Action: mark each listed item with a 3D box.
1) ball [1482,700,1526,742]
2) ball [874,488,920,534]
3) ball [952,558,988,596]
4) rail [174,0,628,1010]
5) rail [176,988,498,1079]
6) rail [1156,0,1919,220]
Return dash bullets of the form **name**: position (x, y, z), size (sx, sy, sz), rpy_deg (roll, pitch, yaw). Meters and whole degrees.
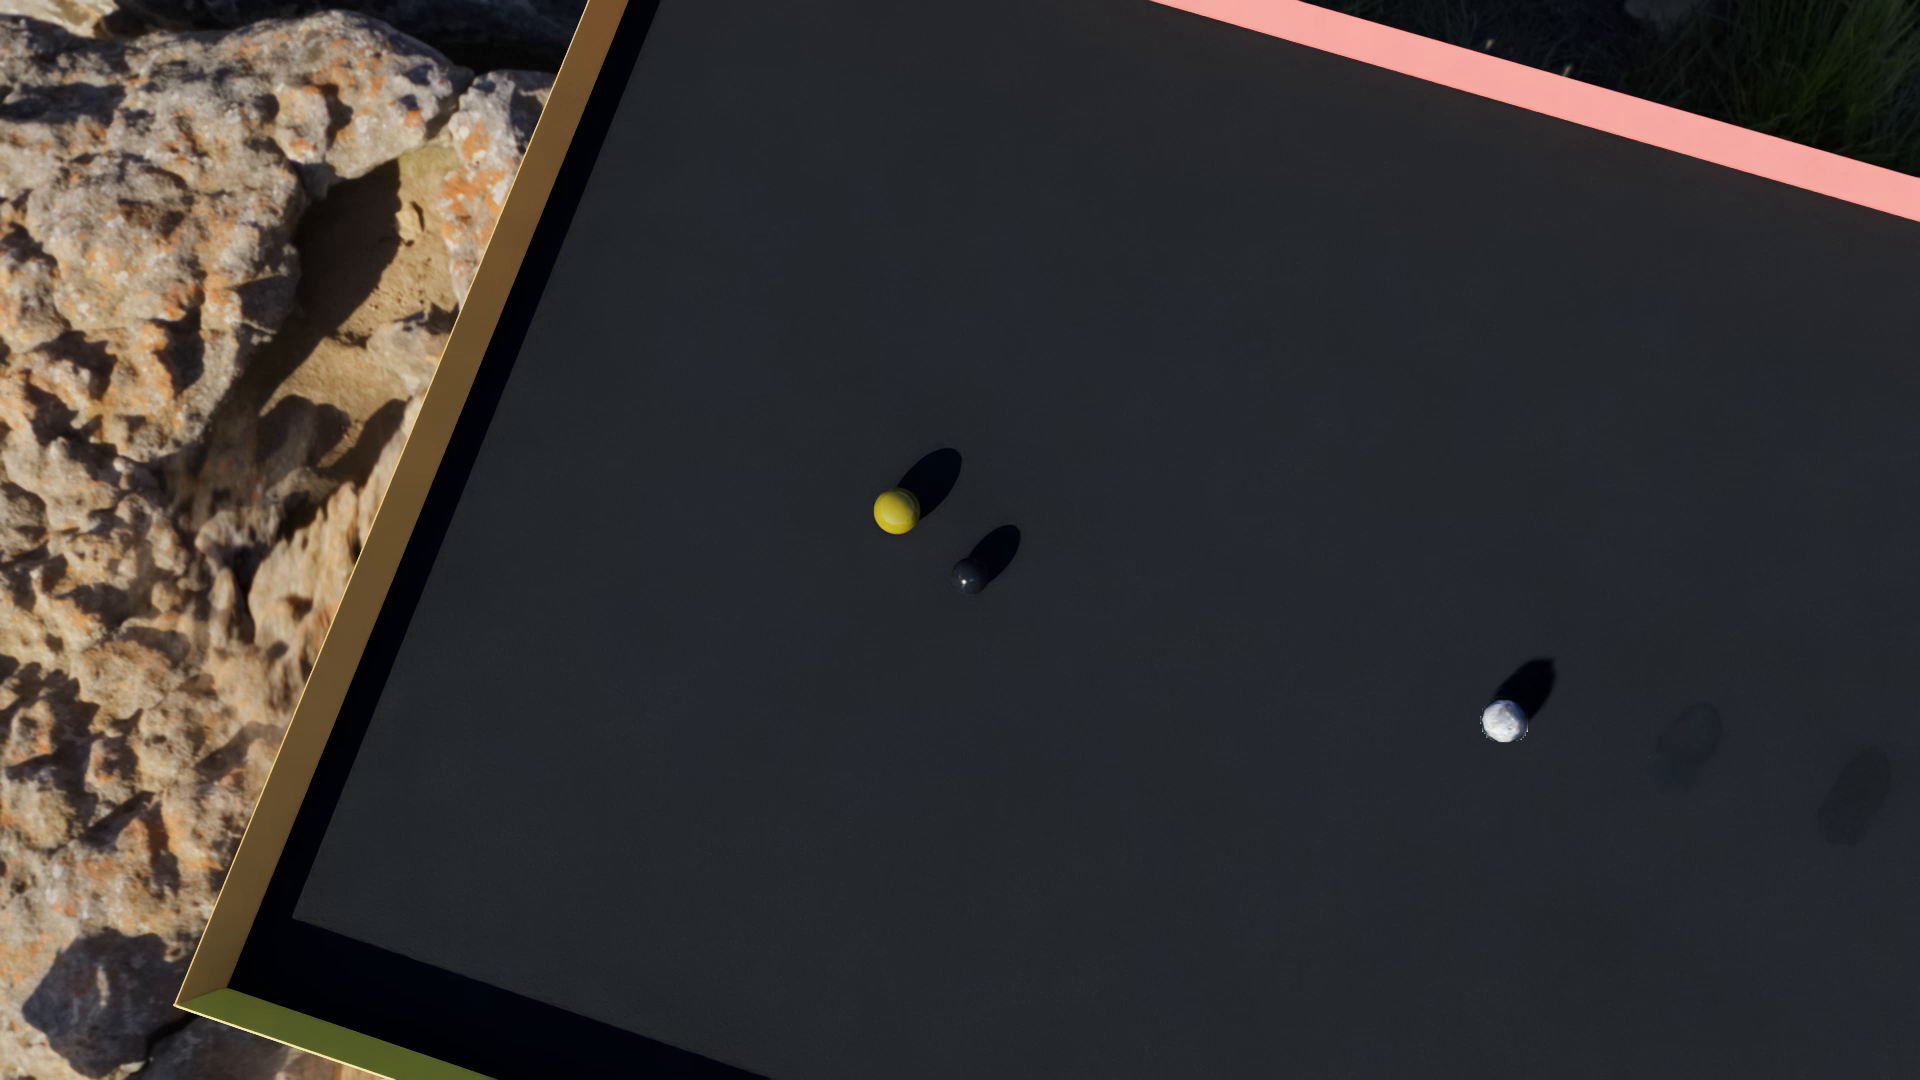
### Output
- **ball**: position (0.814, 0.270, 3.287), size (0.064, 0.064, 0.064), rpy_deg (0, 74, 0)
- **ball**: position (-0.096, -0.045, 3.372), size (0.072, 0.072, 0.072), rpy_deg (0, 74, 0)
- **ball**: position (0.015, 0.055, 3.351), size (0.058, 0.058, 0.058), rpy_deg (0, 74, 0)
- **rail**: position (-0.780, -0.247, 3.416), size (0.045, 0.094, 2.023), rpy_deg (17, 75, 5)
- **rail**: position (0.498, 1.150, 3.022), size (3.373, 0.094, 0.045), rpy_deg (17, 75, 5)
- **rail**: position (1.106, -0.659, 3.533), size (3.373, 0.094, 0.045), rpy_deg (17, 75, 5)
